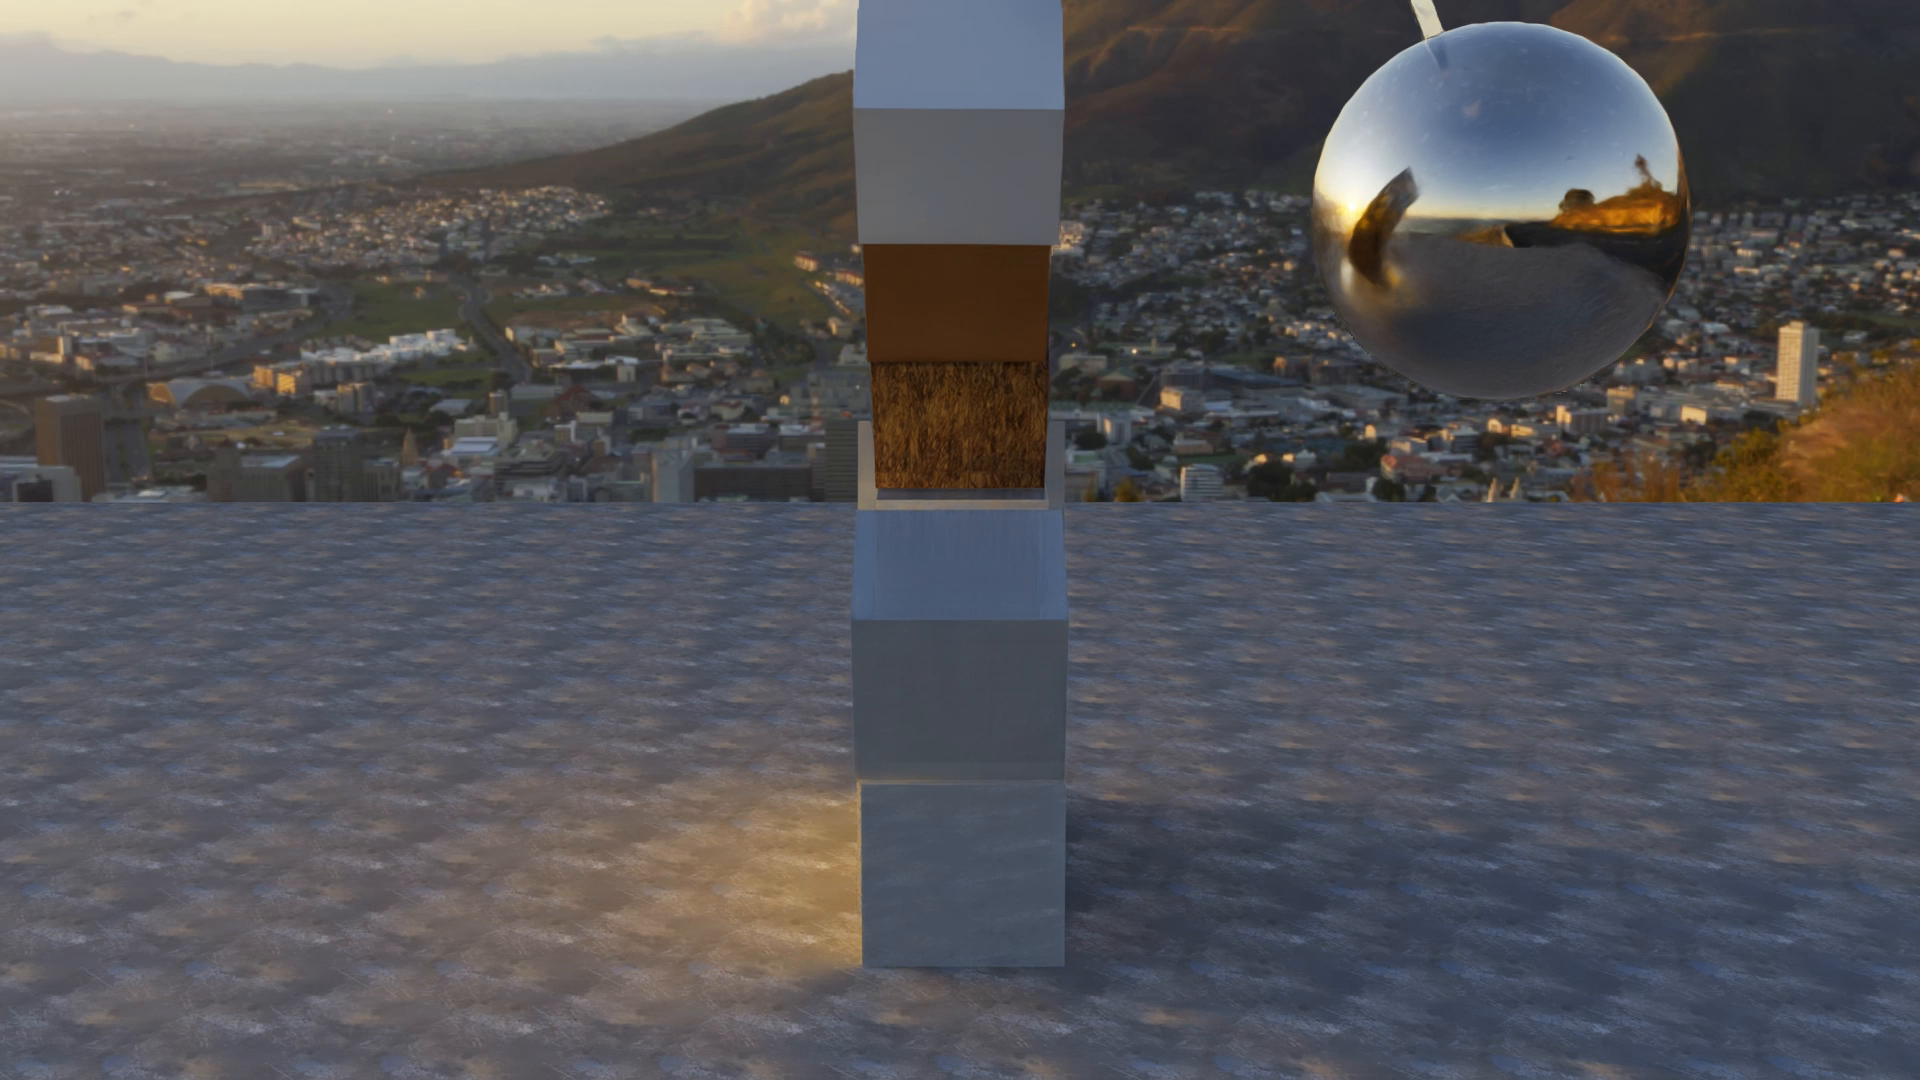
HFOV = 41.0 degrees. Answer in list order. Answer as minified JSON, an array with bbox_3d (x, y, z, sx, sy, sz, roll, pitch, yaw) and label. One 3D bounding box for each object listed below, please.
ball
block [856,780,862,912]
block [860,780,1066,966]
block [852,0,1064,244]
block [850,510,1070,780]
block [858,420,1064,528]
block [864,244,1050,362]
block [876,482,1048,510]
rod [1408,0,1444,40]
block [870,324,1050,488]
[{"bbox_3d":[2.295,-1.395,10.927,1.600,1.600,1.600,0,10,0],"label":"ball"},{"bbox_3d":[-0.004,0.999,11.278,0.859,0.999,0.956,0,10,0],"label":"block"},{"bbox_3d":[0.013,1.270,10.487,0.806,0.748,0.677,0,10,0],"label":"block"},{"bbox_3d":[-0.003,-1.619,9.828,0.771,0.694,0.673,0,52,0],"label":"block"},{"bbox_3d":[-0.002,0.413,10.287,0.831,0.768,0.787,0,33,0],"label":"block"},{"bbox_3d":[0.009,-0.063,12.091,0.939,0.957,0.861,0,0,1],"label":"block"},{"bbox_3d":[-0.013,-1.197,10.368,0.722,0.678,0.667,0,52,0],"label":"block"},{"bbox_3d":[0.010,0.131,11.166,0.721,0.749,0.781,0,10,0],"label":"block"},{"bbox_3d":[0.994,-4.486,10.365,0.080,5.200,0.080,-22,10,4],"label":"rod"},{"bbox_3d":[0.000,-0.753,10.943,0.725,0.775,0.740,0,52,0],"label":"block"}]
